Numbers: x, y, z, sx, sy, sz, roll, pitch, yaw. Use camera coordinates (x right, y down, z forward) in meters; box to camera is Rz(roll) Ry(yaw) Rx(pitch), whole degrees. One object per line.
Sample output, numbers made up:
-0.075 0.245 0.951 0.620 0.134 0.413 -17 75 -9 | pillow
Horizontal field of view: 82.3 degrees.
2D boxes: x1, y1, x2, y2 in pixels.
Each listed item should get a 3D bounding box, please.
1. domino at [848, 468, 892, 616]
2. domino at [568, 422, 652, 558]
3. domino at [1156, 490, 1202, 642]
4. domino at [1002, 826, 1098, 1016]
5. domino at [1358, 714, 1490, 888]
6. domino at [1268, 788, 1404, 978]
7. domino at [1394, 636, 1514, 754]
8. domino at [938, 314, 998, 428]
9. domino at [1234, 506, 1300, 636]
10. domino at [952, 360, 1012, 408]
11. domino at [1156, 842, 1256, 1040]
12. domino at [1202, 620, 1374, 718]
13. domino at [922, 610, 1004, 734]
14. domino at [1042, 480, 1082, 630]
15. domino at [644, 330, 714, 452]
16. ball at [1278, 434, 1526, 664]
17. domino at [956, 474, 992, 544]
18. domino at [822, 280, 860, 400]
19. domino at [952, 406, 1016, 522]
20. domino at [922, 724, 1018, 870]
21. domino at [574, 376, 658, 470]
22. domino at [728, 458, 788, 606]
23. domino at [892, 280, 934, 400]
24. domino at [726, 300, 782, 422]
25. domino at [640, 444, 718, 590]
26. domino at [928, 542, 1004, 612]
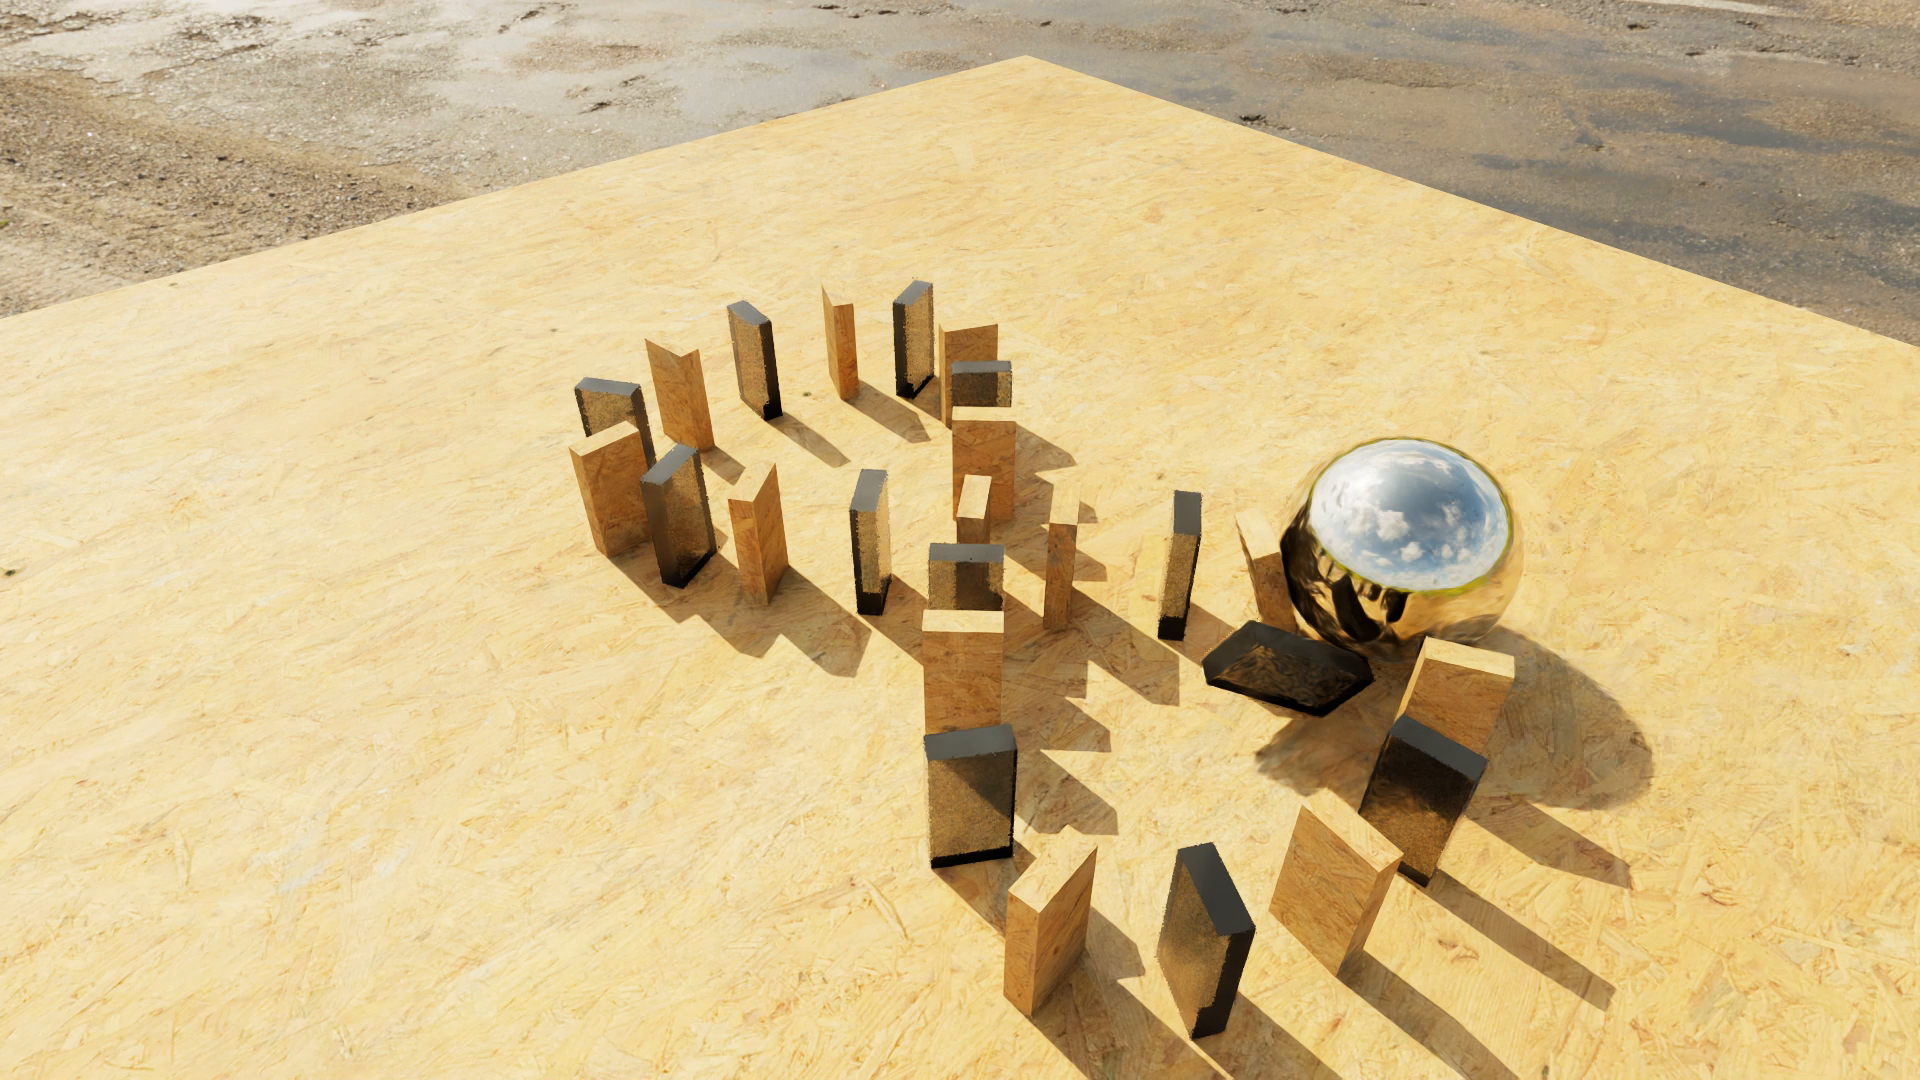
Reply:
-0.033 0.001 0.410 0.010 0.050 0.025 4 39 5 | domino
-0.136 -0.020 0.435 0.025 0.050 0.009 -32 49 -33 | domino
0.079 0.010 0.400 0.009 0.050 0.025 6 40 7 | domino
0.023 0.101 0.289 0.009 0.050 0.025 28 47 30 | domino
0.132 0.076 0.319 0.025 0.050 0.009 30 48 31 | domino
0.100 0.093 0.298 0.010 0.050 0.025 -23 45 -26 | domino
0.153 0.054 0.345 0.025 0.050 0.009 13 41 15 | domino
0.004 -0.077 0.506 0.025 0.050 0.009 -11 41 -13 | domino
0.110 0.015 0.393 0.009 0.050 0.025 -17 38 10 | domino
0.009 -0.053 0.476 0.025 0.050 0.010 -2 39 -2 | domino
0.063 0.104 0.284 0.009 0.050 0.025 -9 40 -11 | domino
0.108 0.043 0.362 0.050 0.025 0.009 18 45 -23 | domino
0.001 0.044 0.357 0.025 0.050 0.009 1 39 1 | domino
0.037 0.006 0.404 0.009 0.050 0.025 5 40 6 | domino
-0.125 -0.066 0.492 0.025 0.050 0.009 28 47 30 | domino
0.152 0.003 0.384 0.080 0.080 0.080 0 39 0 | ball
0.005 0.004 0.407 0.010 0.050 0.025 5 40 6 | domino
-0.057 -0.096 0.529 0.009 0.050 0.025 -12 41 -14 | domino
0.010 -0.030 0.449 0.025 0.050 0.010 1 39 1 | domino
0.003 0.075 0.320 0.025 0.050 0.010 -6 40 -8 | domino
-0.144 -0.043 0.464 0.025 0.050 0.009 8 40 10 | domino
-0.075 -0.003 0.415 0.009 0.050 0.025 7 40 9 | domino
-0.022 -0.096 0.529 0.010 0.050 0.025 15 42 17 | domino
-0.096 -0.083 0.513 0.009 0.050 0.025 -25 45 -27 | domino
-0.107 -0.009 0.422 0.009 0.050 0.025 14 41 17 | domino
0.002 0.024 0.383 0.025 0.050 0.010 2 39 2 | domino
